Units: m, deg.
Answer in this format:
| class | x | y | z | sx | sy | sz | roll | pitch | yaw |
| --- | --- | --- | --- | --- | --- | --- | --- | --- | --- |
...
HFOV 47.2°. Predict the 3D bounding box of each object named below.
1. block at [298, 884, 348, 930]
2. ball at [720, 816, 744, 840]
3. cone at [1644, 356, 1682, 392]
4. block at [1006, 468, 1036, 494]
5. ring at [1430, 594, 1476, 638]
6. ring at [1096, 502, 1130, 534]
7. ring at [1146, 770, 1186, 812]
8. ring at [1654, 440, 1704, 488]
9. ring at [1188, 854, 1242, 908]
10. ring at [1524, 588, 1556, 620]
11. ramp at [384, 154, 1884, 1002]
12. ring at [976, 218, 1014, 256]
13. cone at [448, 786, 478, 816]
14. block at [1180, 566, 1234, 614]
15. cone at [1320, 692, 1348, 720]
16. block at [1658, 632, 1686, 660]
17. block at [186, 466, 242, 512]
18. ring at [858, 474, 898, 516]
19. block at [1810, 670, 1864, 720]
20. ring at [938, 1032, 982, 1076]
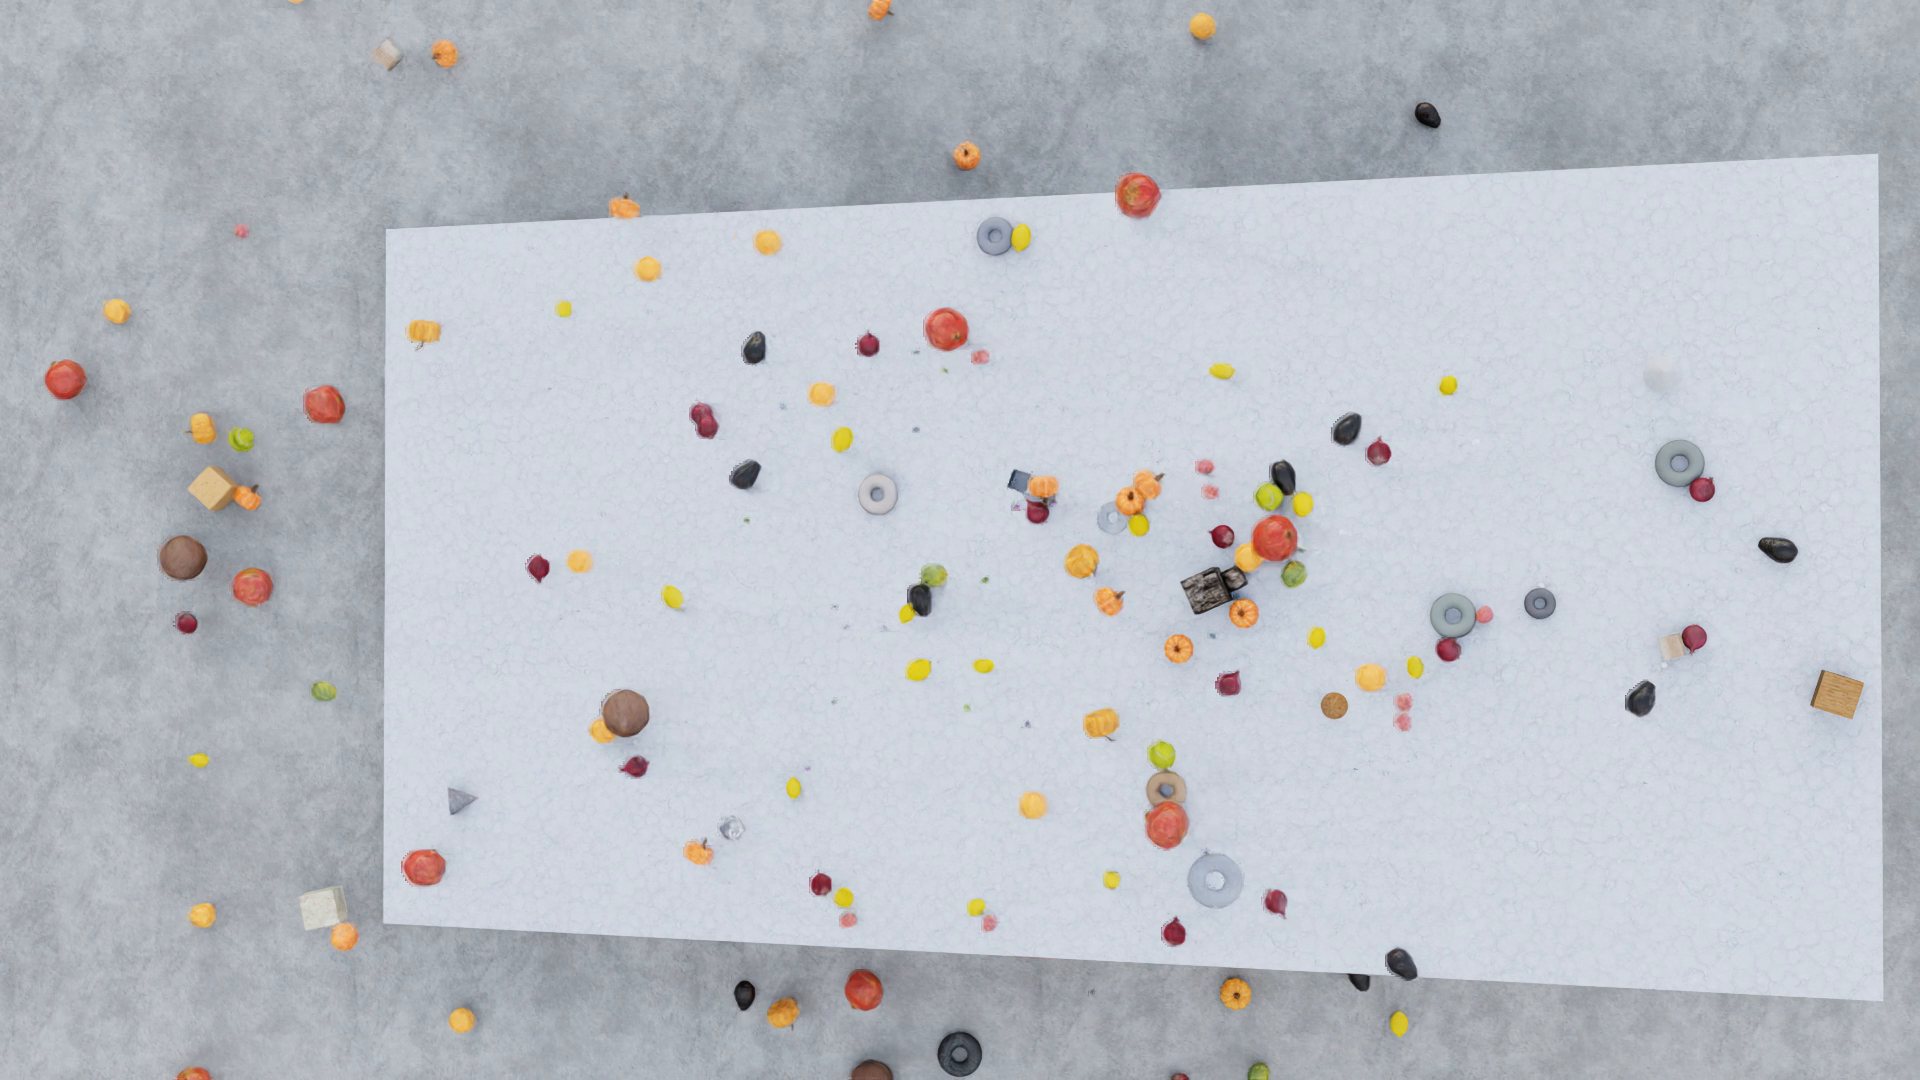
| class | x | y | z | sx | sy | sz | roll | pitch | yaw |
| --- | --- | --- | --- | --- | --- | --- | --- | --- | --- |
| block | -1.843 | 1.065 | 6.370 | 0.099 | 0.099 | 0.099 | -12 | 89 | 0 |
| ball | -0.619 | 0.784 | 5.982 | 0.067 | 0.067 | 0.067 | 0 | 89 | 0 |
| cone | 1.692 | -0.403 | 5.295 | 0.090 | 0.090 | 0.090 | 0 | 89 | 17 |
| block | 0.162 | -0.153 | 5.769 | 0.052 | 0.052 | 0.052 | 22 | 96 | 16 |
| ring | 1.223 | 0.188 | 5.454 | 0.114 | 0.038 | 0.114 | 0 | 88 | 16 |
| ring | 0.397 | -0.057 | 5.710 | 0.087 | 0.029 | 0.087 | -1 | 85 | 15 |
| ring | 0.531 | 0.645 | 5.656 | 0.106 | 0.035 | 0.106 | 0 | 90 | 16 |
| ring | 1.736 | -0.185 | 5.306 | 0.115 | 0.038 | 0.115 | 0 | 89 | 18 |
| ring | 0.651 | 0.870 | 5.611 | 0.143 | 0.048 | 0.143 | 0 | 89 | 15 |
| ring | 1.424 | 0.156 | 5.400 | 0.077 | 0.026 | 0.077 | 1 | 93 | 19 |
| ramp | 0.272 | 0.095 | 5.812 | 4.000 | 0.100 | 2.000 | 0 | 89 | 17 |
| ring | 0.093 | -0.802 | 5.809 | 0.103 | 0.034 | 0.103 | -1 | 88 | 18 |
| cone | -1.405 | 0.735 | 6.234 | 0.083 | 0.083 | 0.083 | -6 | 89 | -10 |
| block | 0.629 | 0.129 | 5.605 | 0.092 | 0.092 | 0.092 | -26 | 82 | 15 |
| cone | 0.936 | 0.418 | 5.521 | 0.068 | 0.068 | 0.068 | 0 | 89 | 17 |
| block | 1.715 | 0.257 | 5.297 | 0.054 | 0.054 | 0.054 | -17 | 84 | 16 |
| block | -2.166 | -0.150 | 6.392 | 0.092 | 0.092 | 0.092 | 42 | 89 | 1 |
| ring | -0.220 | -0.122 | 5.891 | 0.112 | 0.037 | 0.112 | 1 | 93 | 18 |
| block | 2.063 | 0.363 | 5.173 | 0.090 | 0.090 | 0.090 | 18 | 94 | 16 |
| ring | -0.001 | 1.496 | 6.393 | 0.131 | 0.044 | 0.131 | 0 | 90 | -1 |
